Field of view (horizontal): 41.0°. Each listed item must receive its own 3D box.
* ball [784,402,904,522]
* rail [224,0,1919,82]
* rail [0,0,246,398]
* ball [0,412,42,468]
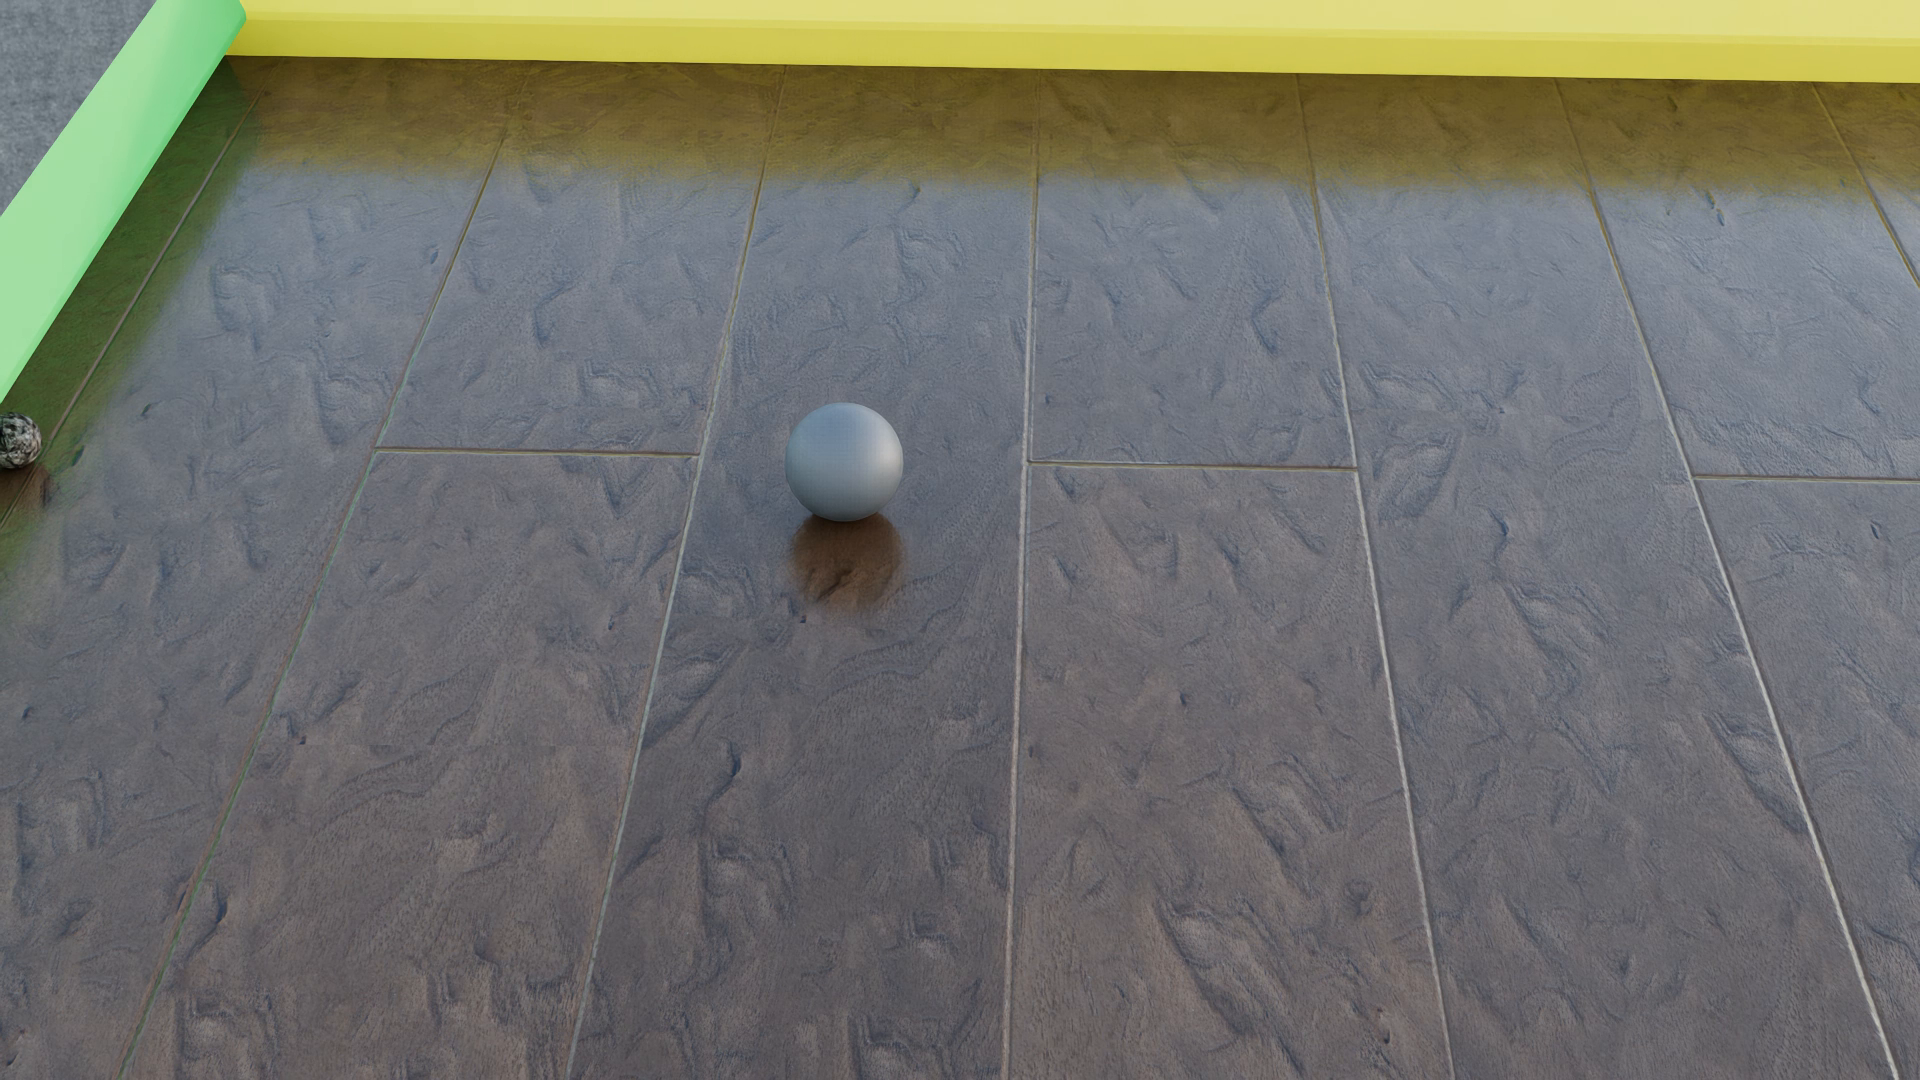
[{"bbox_3d":[-0.085,-0.057,1.870,0.087,0.087,0.087,0,35,0],"label":"ball"},{"bbox_3d":[0.796,-0.485,2.442,3.060,0.122,0.045,1,35,2],"label":"rail"},{"bbox_3d":[-0.741,-0.040,1.816,0.045,0.122,1.701,1,35,2],"label":"rail"},{"bbox_3d":[-0.715,-0.075,1.935,0.043,0.043,0.043,0,35,0],"label":"ball"}]
